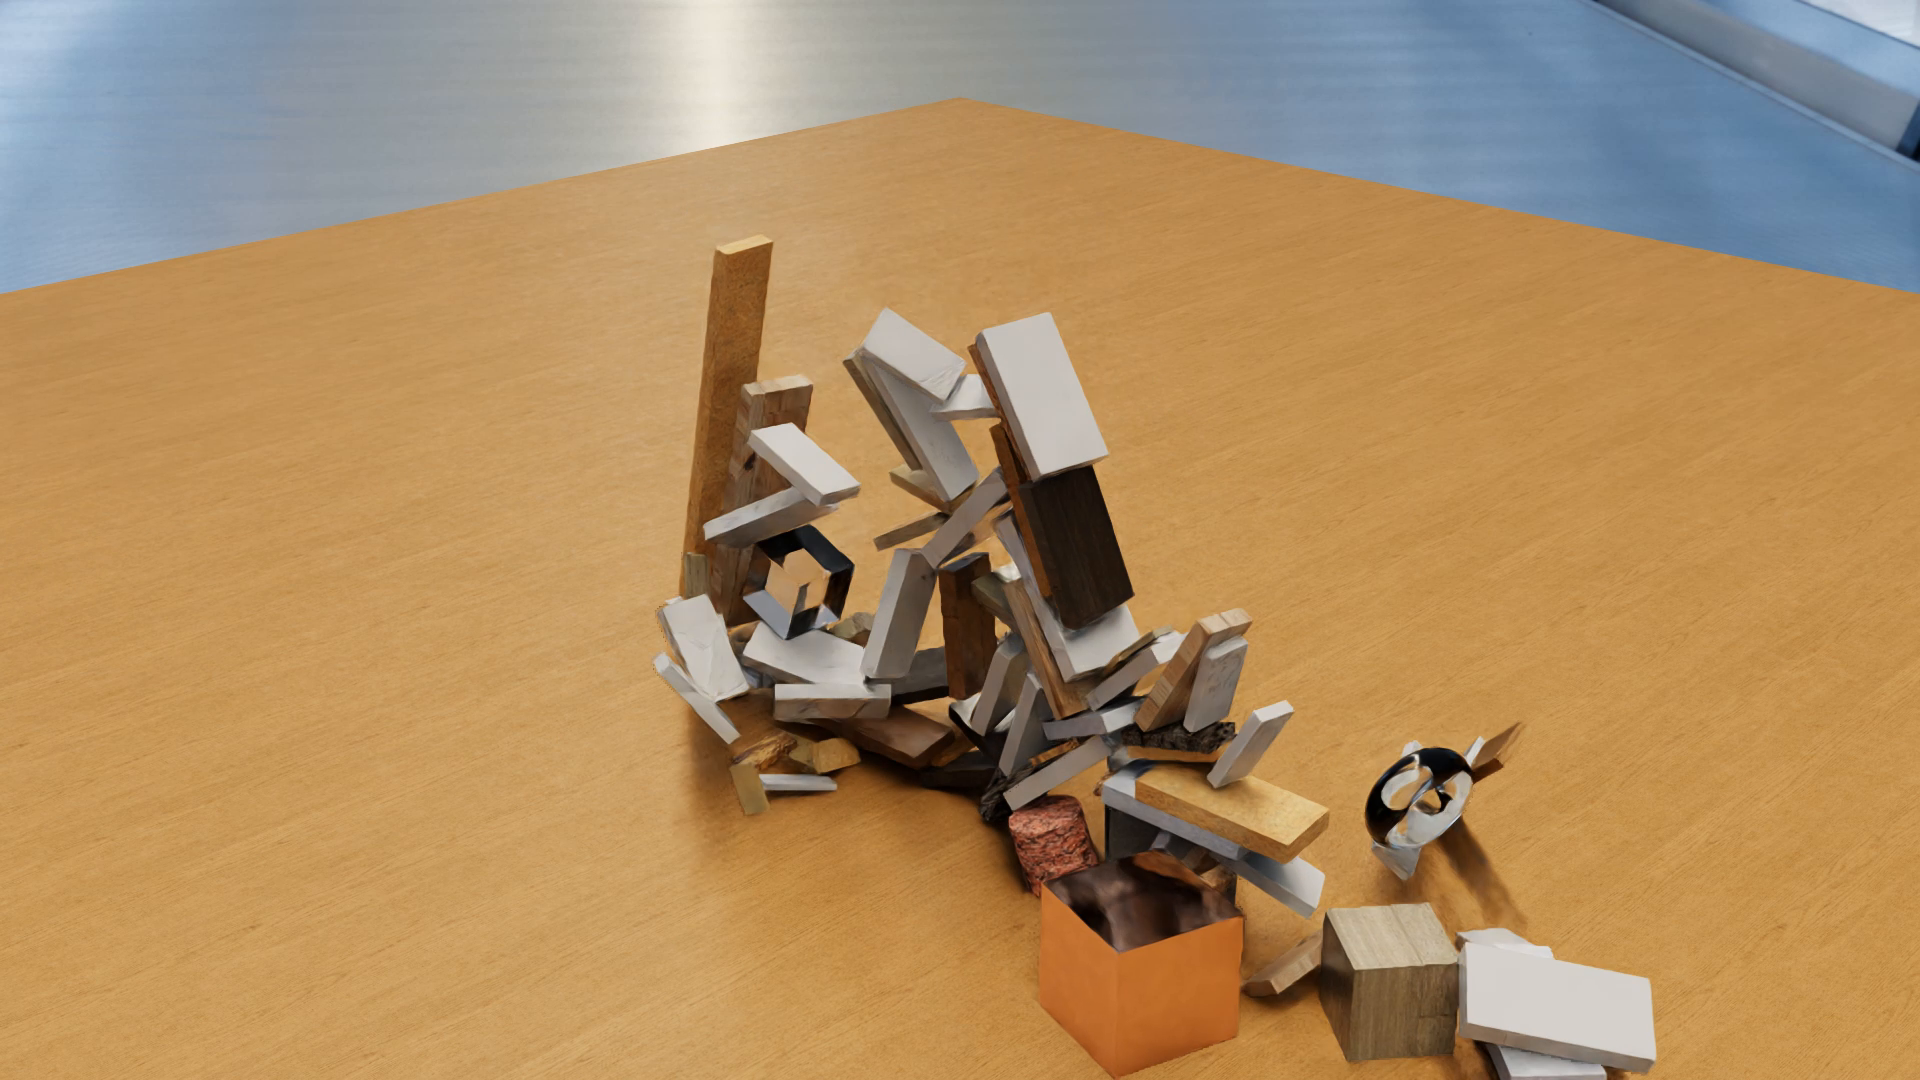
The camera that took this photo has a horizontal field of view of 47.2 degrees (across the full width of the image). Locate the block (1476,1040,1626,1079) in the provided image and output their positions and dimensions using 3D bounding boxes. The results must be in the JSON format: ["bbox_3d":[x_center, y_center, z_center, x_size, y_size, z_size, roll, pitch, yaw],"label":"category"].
[{"bbox_3d":[0.980,0.864,3.669,0.154,0.044,0.308,-6,24,-15],"label":"block"}]

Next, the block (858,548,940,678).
[{"bbox_3d":[-0.118,0.148,4.451,0.038,0.266,0.133,21,9,28],"label":"block"}]

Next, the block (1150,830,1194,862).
[{"bbox_3d":[0.391,0.599,4.025,0.115,0.230,0.033,9,36,-25],"label":"block"}]

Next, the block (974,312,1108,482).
[{"bbox_3d":[0.144,-0.254,3.888,0.140,0.280,0.040,-18,-10,-24],"label":"block"}]

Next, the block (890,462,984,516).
[{"bbox_3d":[-0.039,-0.113,4.280,0.101,0.029,0.202,-28,33,-24],"label":"block"}]

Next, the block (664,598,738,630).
[{"bbox_3d":[-0.584,0.166,4.976,0.089,0.025,0.177,-18,28,-32],"label":"block"}]

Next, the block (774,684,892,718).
[{"bbox_3d":[-0.261,0.329,4.485,0.234,0.117,0.033,0,66,-7],"label":"block"}]

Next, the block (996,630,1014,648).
[{"bbox_3d":[0.166,0.249,4.765,0.304,0.152,0.043,-36,28,33],"label":"block"}]

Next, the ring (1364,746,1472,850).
[{"bbox_3d":[0.848,0.478,4.065,0.225,0.225,0.075,-11,40,-25],"label":"ring"}]

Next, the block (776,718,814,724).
[{"bbox_3d":[-0.328,0.368,4.726,0.128,0.018,0.064,3,31,28],"label":"block"}]

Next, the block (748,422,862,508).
[{"bbox_3d":[-0.308,-0.150,4.349,0.219,0.031,0.109,41,36,27],"label":"block"}]

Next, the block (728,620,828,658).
[{"bbox_3d":[-0.414,0.211,4.826,0.149,0.042,0.298,-27,10,-23],"label":"block"}]

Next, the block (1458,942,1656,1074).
[{"bbox_3d":[0.969,0.761,3.580,0.308,0.044,0.154,11,47,0],"label":"block"}]

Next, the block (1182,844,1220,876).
[{"bbox_3d":[0.427,0.622,4.002,0.105,0.211,0.030,9,37,-39],"label":"block"}]

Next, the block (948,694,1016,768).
[{"bbox_3d":[0.077,0.382,4.470,0.115,0.033,0.230,-17,30,-19],"label":"block"}]

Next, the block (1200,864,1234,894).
[{"bbox_3d":[0.405,0.664,3.941,0.105,0.211,0.030,-20,61,-36],"label":"block"}]

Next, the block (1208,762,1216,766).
[{"bbox_3d":[0.469,0.390,3.963,0.100,0.014,0.050,20,32,32],"label":"block"}]

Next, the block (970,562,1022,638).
[{"bbox_3d":[0.147,0.132,4.264,0.127,0.036,0.254,-25,42,-26],"label":"block"}]

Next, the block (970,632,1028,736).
[{"bbox_3d":[0.096,0.271,4.354,0.036,0.254,0.127,36,51,17],"label":"block"}]

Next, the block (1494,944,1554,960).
[{"bbox_3d":[0.969,0.750,3.730,0.095,0.027,0.189,3,23,2],"label":"block"}]

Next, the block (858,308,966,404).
[{"bbox_3d":[-0.087,-0.339,4.052,0.184,0.092,0.026,33,-20,-11],"label":"block"}]

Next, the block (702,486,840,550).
[{"bbox_3d":[-0.395,-0.049,4.600,0.257,0.036,0.128,-21,-19,25],"label":"block"}]

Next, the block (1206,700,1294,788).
[{"bbox_3d":[0.504,0.355,3.816,0.089,0.177,0.025,-13,53,-42],"label":"block"}]

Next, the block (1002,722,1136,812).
[{"bbox_3d":[0.221,0.416,4.139,0.143,0.041,0.286,-23,-10,-48],"label":"block"}]

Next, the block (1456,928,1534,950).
[{"bbox_3d":[0.970,0.734,3.924,0.095,0.027,0.189,-4,6,-12],"label":"block"}]

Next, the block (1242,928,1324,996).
[{"bbox_3d":[0.595,0.741,3.869,0.189,0.027,0.095,-28,-1,-28],"label":"block"}]

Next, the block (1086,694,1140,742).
[{"bbox_3d":[0.232,0.356,4.725,0.304,0.152,0.043,3,-5,7],"label":"block"}]

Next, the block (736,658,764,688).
[{"bbox_3d":[-0.479,0.286,4.920,0.149,0.021,0.075,23,26,37],"label":"block"}]

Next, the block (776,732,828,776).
[{"bbox_3d":[-0.328,0.455,4.653,0.149,0.021,0.075,16,34,33],"label":"block"}]

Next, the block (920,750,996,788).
[{"bbox_3d":[0.040,0.467,4.511,0.230,0.033,0.115,-9,11,43],"label":"block"}]

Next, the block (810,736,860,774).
[{"bbox_3d":[-0.260,0.446,4.591,0.018,0.064,0.128,-19,-6,35],"label":"block"}]

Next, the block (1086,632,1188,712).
[{"bbox_3d":[0.334,0.233,3.941,0.121,0.034,0.241,-19,-14,-34],"label":"block"}]

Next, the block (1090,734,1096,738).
[{"bbox_3d":[0.234,0.371,4.151,0.053,0.015,0.105,-19,-10,-45],"label":"block"}]

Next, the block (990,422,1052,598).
[{"bbox_3d":[0.178,-0.072,4.020,0.162,0.323,0.046,-16,-3,-31],"label":"block"}]

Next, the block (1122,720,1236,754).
[{"bbox_3d":[0.390,0.347,3.932,0.184,0.026,0.092,2,17,39],"label":"block"}]

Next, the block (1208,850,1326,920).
[{"bbox_3d":[0.550,0.581,3.931,0.211,0.030,0.105,33,33,-1],"label":"block"}]

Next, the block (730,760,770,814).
[{"bbox_3d":[-0.422,0.496,4.405,0.051,0.103,0.015,-14,9,26],"label":"block"}]

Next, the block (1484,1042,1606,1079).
[{"bbox_3d":[0.953,0.817,3.669,0.154,0.044,0.308,-1,23,-2],"label":"block"}]

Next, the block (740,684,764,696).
[{"bbox_3d":[-0.527,0.301,4.948,0.177,0.025,0.089,21,27,38],"label":"block"}]

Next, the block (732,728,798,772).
[{"bbox_3d":[-0.411,0.448,4.639,0.128,0.018,0.064,-31,38,-27],"label":"block"}]

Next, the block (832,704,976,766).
[{"bbox_3d":[-0.109,0.409,4.685,0.304,0.043,0.152,8,23,39],"label":"block"}]

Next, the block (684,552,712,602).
[{"bbox_3d":[-0.545,0.087,4.571,0.058,0.115,0.016,8,15,39],"label":"block"}]

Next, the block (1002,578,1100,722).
[{"bbox_3d":[0.191,0.187,4.070,0.134,0.267,0.038,-17,-9,-31],"label":"block"}]

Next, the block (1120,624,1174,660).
[{"bbox_3d":[0.331,0.181,3.906,0.050,0.014,0.101,-17,-16,-41],"label":"block"}]
